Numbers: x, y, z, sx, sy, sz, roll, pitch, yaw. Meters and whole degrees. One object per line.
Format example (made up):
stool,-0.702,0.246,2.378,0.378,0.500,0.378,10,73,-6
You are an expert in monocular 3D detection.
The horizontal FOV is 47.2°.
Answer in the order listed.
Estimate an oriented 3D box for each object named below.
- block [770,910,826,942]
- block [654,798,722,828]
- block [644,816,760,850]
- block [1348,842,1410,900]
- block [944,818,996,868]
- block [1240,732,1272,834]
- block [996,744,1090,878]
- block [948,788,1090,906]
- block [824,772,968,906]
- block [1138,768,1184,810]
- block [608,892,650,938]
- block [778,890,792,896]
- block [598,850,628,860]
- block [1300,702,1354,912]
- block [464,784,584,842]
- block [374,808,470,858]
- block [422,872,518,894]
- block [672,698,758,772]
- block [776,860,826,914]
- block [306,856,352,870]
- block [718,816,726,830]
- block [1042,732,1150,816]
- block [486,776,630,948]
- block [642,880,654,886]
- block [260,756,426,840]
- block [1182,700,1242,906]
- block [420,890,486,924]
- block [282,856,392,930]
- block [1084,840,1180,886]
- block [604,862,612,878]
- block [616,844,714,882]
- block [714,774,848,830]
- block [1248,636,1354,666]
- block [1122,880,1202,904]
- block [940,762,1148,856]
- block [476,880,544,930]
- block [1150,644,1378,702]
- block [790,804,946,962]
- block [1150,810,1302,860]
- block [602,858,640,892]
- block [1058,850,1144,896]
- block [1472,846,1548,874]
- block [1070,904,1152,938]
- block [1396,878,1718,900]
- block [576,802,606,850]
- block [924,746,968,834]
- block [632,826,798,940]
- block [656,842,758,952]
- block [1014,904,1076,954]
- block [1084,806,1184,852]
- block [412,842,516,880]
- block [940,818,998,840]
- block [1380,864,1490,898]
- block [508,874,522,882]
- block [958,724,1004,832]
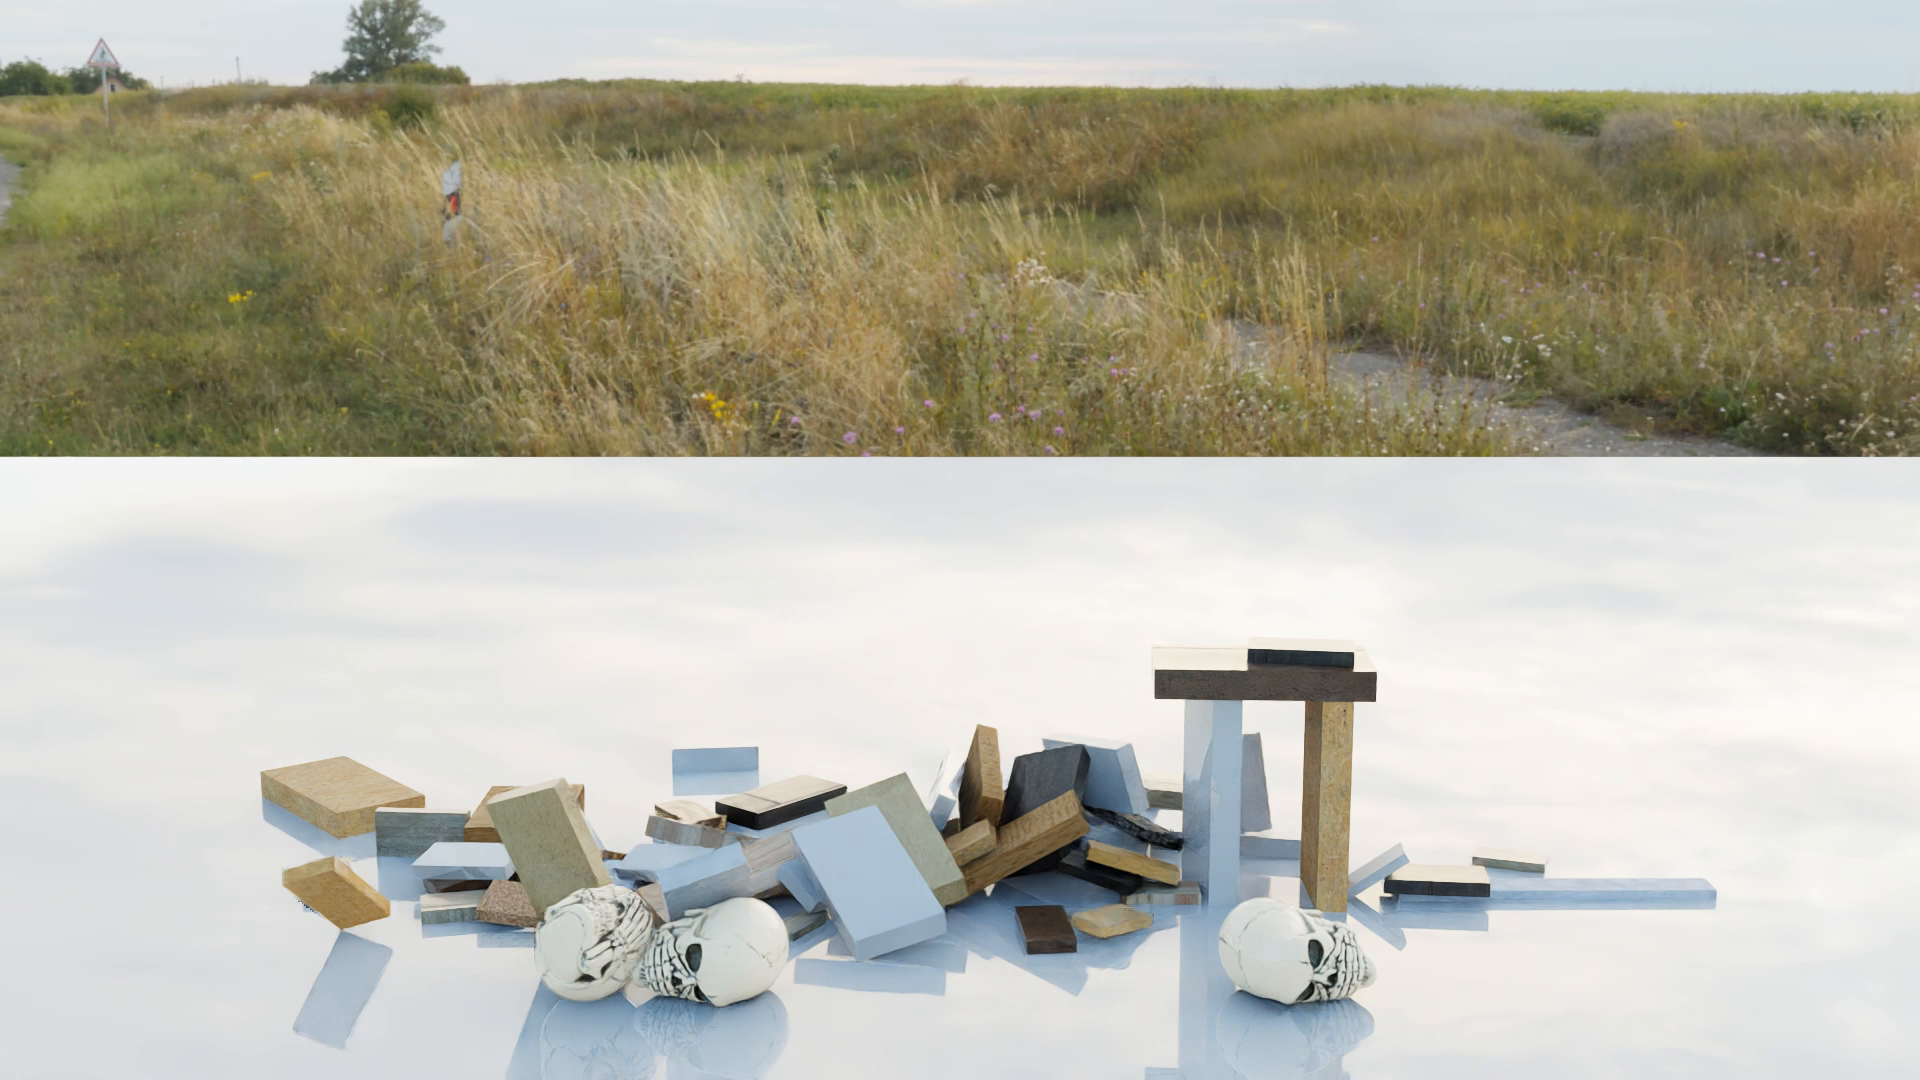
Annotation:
block,-0.258,0.614,3.502,0.046,0.013,0.093,6,12,29
block,-0.495,0.500,3.999,0.067,0.019,0.134,-7,13,-34
block,-0.408,0.524,3.805,0.255,0.036,0.127,8,-8,37
block,0.688,0.550,3.651,0.122,0.017,0.061,-34,5,10
block,-0.025,0.531,3.682,0.181,0.026,0.090,-29,10,4
block,0.494,0.429,3.866,0.085,0.171,0.024,-6,-6,-5
block,0.139,0.467,3.799,0.132,0.037,0.264,-13,34,24
block,0.086,0.511,3.659,0.264,0.037,0.132,-28,10,3
block,-0.108,0.507,3.623,0.149,0.042,0.298,-19,34,-11
block,0.322,0.471,4.214,0.244,0.035,0.122,4,11,19
block,-0.535,0.602,3.544,0.075,0.021,0.149,1,11,5
block,-0.339,0.559,3.655,0.148,0.021,0.074,14,6,-20
block,-0.590,0.538,3.728,0.046,0.013,0.093,-9,-21,39
block,0.606,0.416,3.636,0.050,0.354,0.177,0,11,0
block,-0.777,0.499,3.945,0.171,0.048,0.342,-1,6,-4
block,-0.941,0.514,3.856,0.164,0.082,0.023,1,11,5
block,-0.812,0.558,3.697,0.161,0.023,0.081,-18,20,-31
block,-0.509,0.401,4.552,0.171,0.048,0.381,-1,11,-7
block,-0.211,0.556,3.619,0.090,0.026,0.181,44,28,25
block,-1.067,0.571,3.714,0.075,0.021,0.149,-2,11,-13
block,-0.491,0.520,3.996,0.130,0.018,0.065,-1,11,-3
block,0.239,0.414,3.923,0.035,0.122,0.244,-21,10,-28
block,-0.619,0.498,3.388,0.127,0.255,0.036,-16,15,21
block,-0.522,0.563,3.764,0.065,0.018,0.130,-5,12,-24
block,-1.161,0.480,4.130,0.171,0.048,0.342,-9,14,-39
block,0.419,0.410,3.668,0.050,0.354,0.177,-2,11,-9
block,-0.795,0.595,3.580,0.161,0.023,0.081,-3,11,-15
block,-0.972,0.552,3.434,0.087,0.025,0.174,-17,-37,10
block,0.287,0.538,3.669,0.155,0.022,0.077,16,1,1
block,-0.612,0.573,3.604,0.067,0.019,0.134,0,27,-1
block,-0.487,0.535,3.641,0.149,0.021,0.074,-1,27,25
block,-0.333,0.490,4.117,0.116,0.033,0.232,9,14,40
block,0.556,0.182,3.589,0.171,0.024,0.085,2,11,9
block,0.332,0.585,3.646,0.129,0.018,0.064,0,11,1
block,0.143,0.488,3.976,0.149,0.042,0.452,16,0,-35
block,-0.685,0.587,3.529,0.161,0.023,0.081,6,29,8
block,0.493,0.217,3.604,0.354,0.050,0.177,1,11,3
block,-0.148,0.541,3.494,0.149,0.042,0.298,-15,33,-18
block,0.497,0.525,3.922,0.299,0.035,0.122,2,11,13
block,-0.618,0.564,3.669,0.164,0.023,0.082,3,27,6
block,0.235,0.553,3.652,0.129,0.018,0.064,17,16,21
block,0.954,0.554,3.813,0.122,0.017,0.061,4,11,20
block,0.241,0.603,3.487,0.064,0.018,0.129,15,10,40
block,0.988,0.582,3.665,0.526,0.017,0.061,0,11,0
block,-0.662,0.495,3.807,0.149,0.021,0.075,50,1,32
block,-0.034,0.459,3.867,0.033,0.116,0.293,25,11,-1
block,-0.367,0.554,3.568,0.090,0.026,0.356,43,35,25
block,-0.379,0.541,3.313,0.127,0.036,0.255,-18,-28,-12
block,0.135,0.615,3.475,0.077,0.022,0.155,-1,11,-6
block,0.288,0.495,3.933,0.077,0.022,0.412,16,0,-16
block,-0.820,0.538,3.686,0.174,0.025,0.087,-2,18,17
block,-0.032,0.534,3.880,0.232,0.033,0.116,-8,13,-36
block,0.787,0.564,3.648,0.171,0.024,0.085,1,11,6
block,-0.748,0.560,3.766,0.164,0.023,0.082,10,15,43
block,0.035,0.445,3.863,0.037,0.132,0.264,14,21,-7
